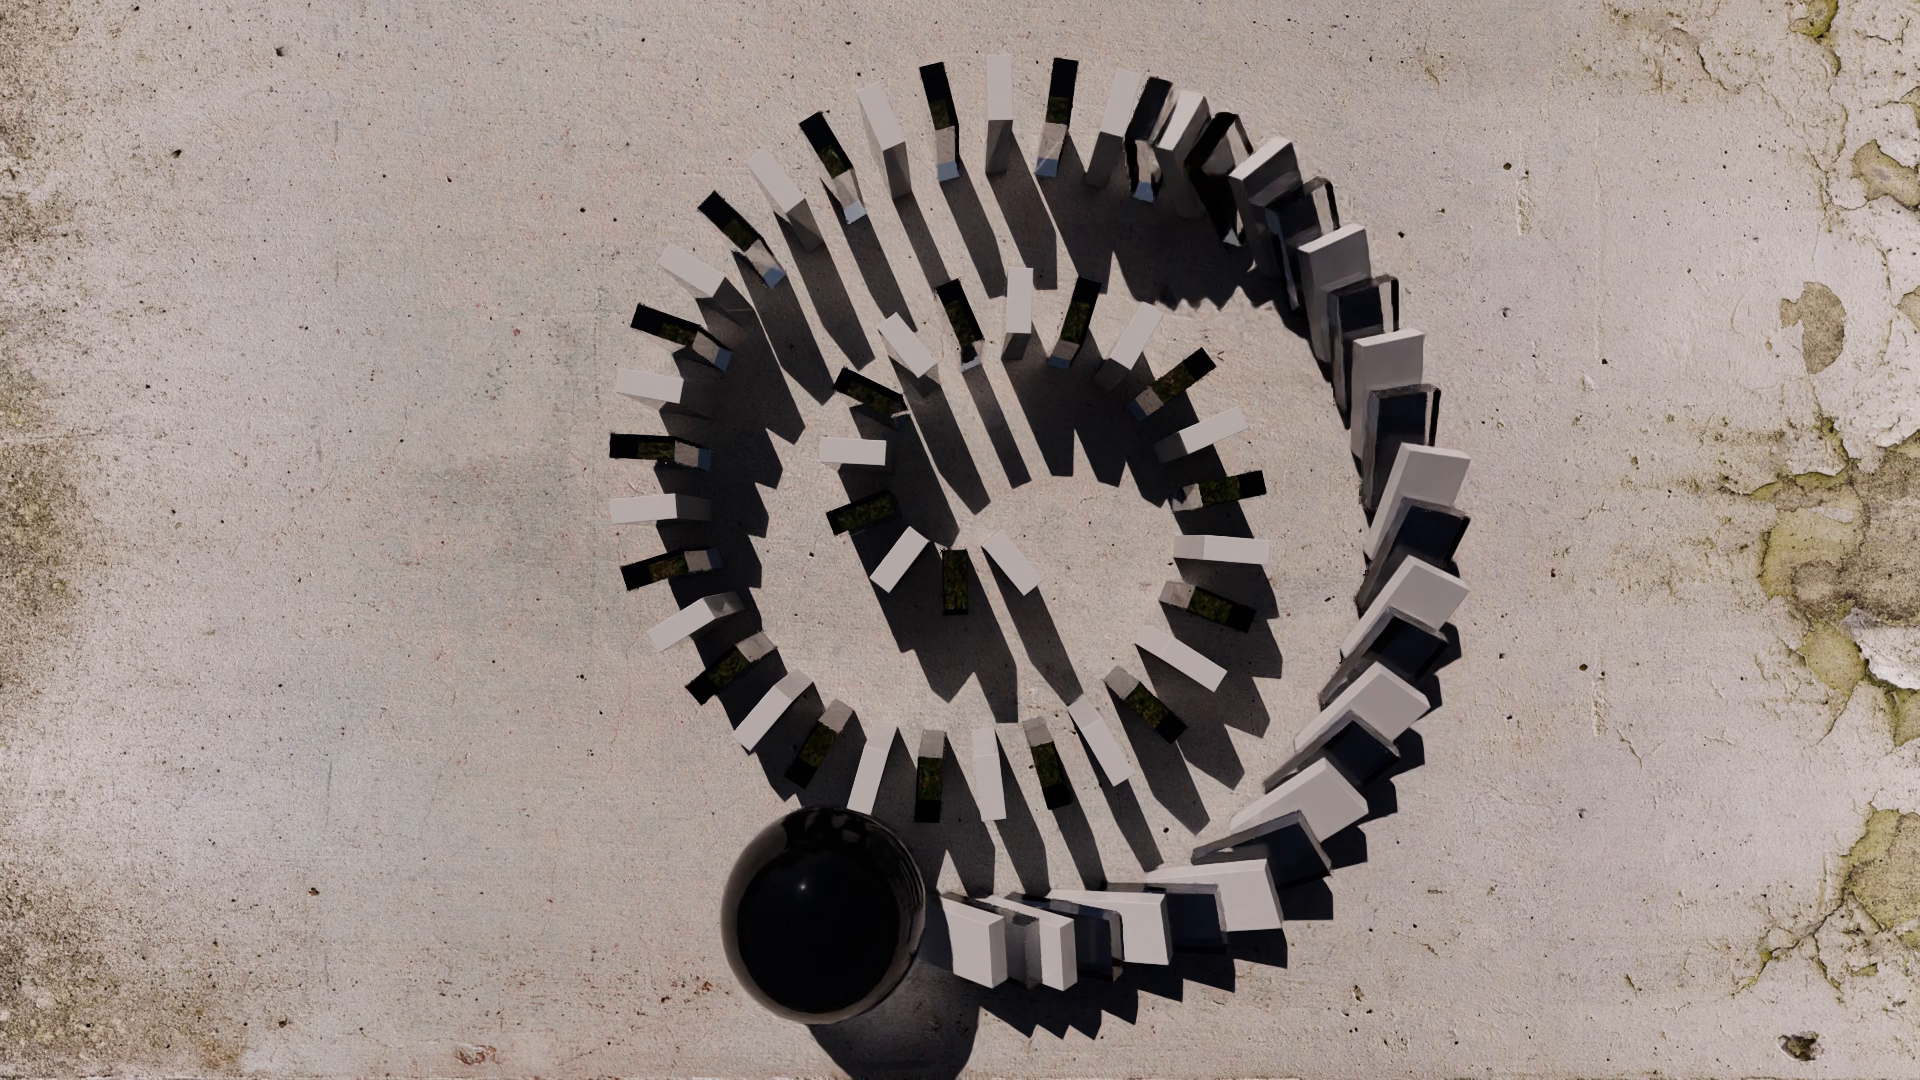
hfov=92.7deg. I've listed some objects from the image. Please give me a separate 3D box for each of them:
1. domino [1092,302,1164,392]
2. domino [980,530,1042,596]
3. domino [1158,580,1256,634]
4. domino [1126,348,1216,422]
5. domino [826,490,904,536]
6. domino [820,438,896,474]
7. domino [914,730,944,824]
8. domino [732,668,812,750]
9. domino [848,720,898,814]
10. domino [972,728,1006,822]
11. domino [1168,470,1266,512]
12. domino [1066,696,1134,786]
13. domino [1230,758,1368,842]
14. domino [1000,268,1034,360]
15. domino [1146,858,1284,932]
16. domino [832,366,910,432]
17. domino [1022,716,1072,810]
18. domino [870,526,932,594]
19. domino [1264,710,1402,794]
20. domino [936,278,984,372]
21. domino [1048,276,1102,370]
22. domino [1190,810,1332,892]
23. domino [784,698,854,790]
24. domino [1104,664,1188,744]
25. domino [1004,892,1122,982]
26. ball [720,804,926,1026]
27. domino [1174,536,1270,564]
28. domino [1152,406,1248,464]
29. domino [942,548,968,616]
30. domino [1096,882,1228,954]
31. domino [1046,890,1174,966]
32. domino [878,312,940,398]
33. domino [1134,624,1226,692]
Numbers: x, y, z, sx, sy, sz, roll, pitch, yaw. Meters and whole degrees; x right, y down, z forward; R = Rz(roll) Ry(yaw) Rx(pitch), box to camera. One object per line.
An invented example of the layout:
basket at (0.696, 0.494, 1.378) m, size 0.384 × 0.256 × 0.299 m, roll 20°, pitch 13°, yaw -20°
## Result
domino at (0.068, -0.078, 0.375) m, size 0.009 × 0.050 × 0.025 m, roll 31°, pitch 90°, yaw 0°
domino at (0.020, 0.009, 0.375) m, size 0.009 × 0.050 × 0.025 m, roll -39°, pitch 90°, yaw 0°
domino at (0.100, 0.027, 0.375) m, size 0.025 × 0.050 × 0.009 m, roll 22°, pitch 90°, yaw 0°
domino at (0.085, -0.063, 0.375) m, size 0.025 × 0.050 × 0.009 m, roll -37°, pitch 90°, yaw 0°
domino at (-0.038, -0.011, 0.375) m, size 0.025 × 0.050 × 0.009 m, roll -22°, pitch 90°, yaw 0°
domino at (-0.041, -0.034, 0.375) m, size 0.025 × 0.050 × 0.009 m, roll 3°, pitch 90°, yaw 0°
domino at (-0.012, 0.096, 0.375) m, size 0.009 × 0.050 × 0.025 m, roll 3°, pitch 90°, yaw 0°
domino at (-0.076, 0.068, 0.375) m, size 0.009 × 0.050 × 0.025 m, roll 41°, pitch 90°, yaw 0°
domino at (-0.035, 0.092, 0.375) m, size 0.009 × 0.050 × 0.025 m, roll 16°, pitch 90°, yaw 0°
domino at (0.012, 0.095, 0.375) m, size 0.009 × 0.050 × 0.025 m, roll -7°, pitch 90°, yaw 0°
domino at (0.104, -0.020, 0.375) m, size 0.025 × 0.050 × 0.009 m, roll -12°, pitch 90°, yaw 0°
domino at (0.057, 0.081, 0.375) m, size 0.010 × 0.050 × 0.025 m, roll -30°, pitch 90°, yaw 0°
domino at (0.142, 0.116, 0.385) m, size 0.025 × 0.010 × 0.050 m, roll 46°, pitch 115°, yaw 0°
domino at (0.023, -0.091, 0.375) m, size 0.010 × 0.050 × 0.025 m, roll 2°, pitch 90°, yaw 0°
domino at (0.107, 0.150, 0.385) m, size 0.050 × 0.009 × 0.025 m, roll -16°, pitch 91°, yaw 26°
domino at (-0.036, -0.057, 0.375) m, size 0.025 × 0.050 × 0.010 m, roll 26°, pitch 90°, yaw 0°
domino at (0.035, 0.090, 0.375) m, size 0.009 × 0.050 × 0.025 m, roll -16°, pitch 90°, yaw 0°
domino at (-0.023, 0.007, 0.375) m, size 0.010 × 0.050 × 0.025 m, roll 38°, pitch 90°, yaw 0°
domino at (0.156, 0.097, 0.385) m, size 0.025 × 0.010 × 0.050 m, roll 39°, pitch 115°, yaw 0°
domino at (0.000, -0.087, 0.375) m, size 0.010 × 0.050 × 0.025 m, roll -24°, pitch 90°, yaw 0°
domino at (0.046, -0.087, 0.375) m, size 0.010 × 0.050 × 0.025 m, roll 17°, pitch 90°, yaw 0°
domino at (0.126, 0.135, 0.385) m, size 0.050 × 0.010 × 0.025 m, roll -31°, pitch 90°, yaw 26°
domino at (-0.057, 0.082, 0.375) m, size 0.009 × 0.050 × 0.025 m, roll 31°, pitch 90°, yaw 0°
domino at (0.075, 0.066, 0.375) m, size 0.025 × 0.050 × 0.009 m, roll 43°, pitch 90°, yaw 0°
domino at (0.042, 0.165, 0.383) m, size 0.050 × 0.010 × 0.025 m, roll -3°, pitch 90°, yaw 33°
ball at (-0.053, 0.146, 0.360) m, size 0.080 × 0.080 × 0.080 m, roll 0°, pitch 90°, yaw 0°
domino at (0.106, 0.004, 0.375) m, size 0.025 × 0.050 × 0.009 m, roll 5°, pitch 90°, yaw 0°
domino at (0.097, -0.042, 0.375) m, size 0.025 × 0.050 × 0.010 m, roll -23°, pitch 90°, yaw 0°
domino at (-0.002, 0.016, 0.375) m, size 0.009 × 0.050 × 0.025 m, roll -2°, pitch 90°, yaw 0°
domino at (0.085, 0.158, 0.385) m, size 0.050 × 0.009 × 0.025 m, roll -10°, pitch 91°, yaw 26°
domino at (0.062, 0.162, 0.385) m, size 0.050 × 0.009 × 0.025 m, roll -8°, pitch 90°, yaw 26°
domino at (-0.020, -0.074, 0.375) m, size 0.009 × 0.050 × 0.025 m, roll -39°, pitch 90°, yaw 0°
domino at (0.089, 0.048, 0.375) m, size 0.025 × 0.050 × 0.010 m, roll 32°, pitch 90°, yaw 0°
